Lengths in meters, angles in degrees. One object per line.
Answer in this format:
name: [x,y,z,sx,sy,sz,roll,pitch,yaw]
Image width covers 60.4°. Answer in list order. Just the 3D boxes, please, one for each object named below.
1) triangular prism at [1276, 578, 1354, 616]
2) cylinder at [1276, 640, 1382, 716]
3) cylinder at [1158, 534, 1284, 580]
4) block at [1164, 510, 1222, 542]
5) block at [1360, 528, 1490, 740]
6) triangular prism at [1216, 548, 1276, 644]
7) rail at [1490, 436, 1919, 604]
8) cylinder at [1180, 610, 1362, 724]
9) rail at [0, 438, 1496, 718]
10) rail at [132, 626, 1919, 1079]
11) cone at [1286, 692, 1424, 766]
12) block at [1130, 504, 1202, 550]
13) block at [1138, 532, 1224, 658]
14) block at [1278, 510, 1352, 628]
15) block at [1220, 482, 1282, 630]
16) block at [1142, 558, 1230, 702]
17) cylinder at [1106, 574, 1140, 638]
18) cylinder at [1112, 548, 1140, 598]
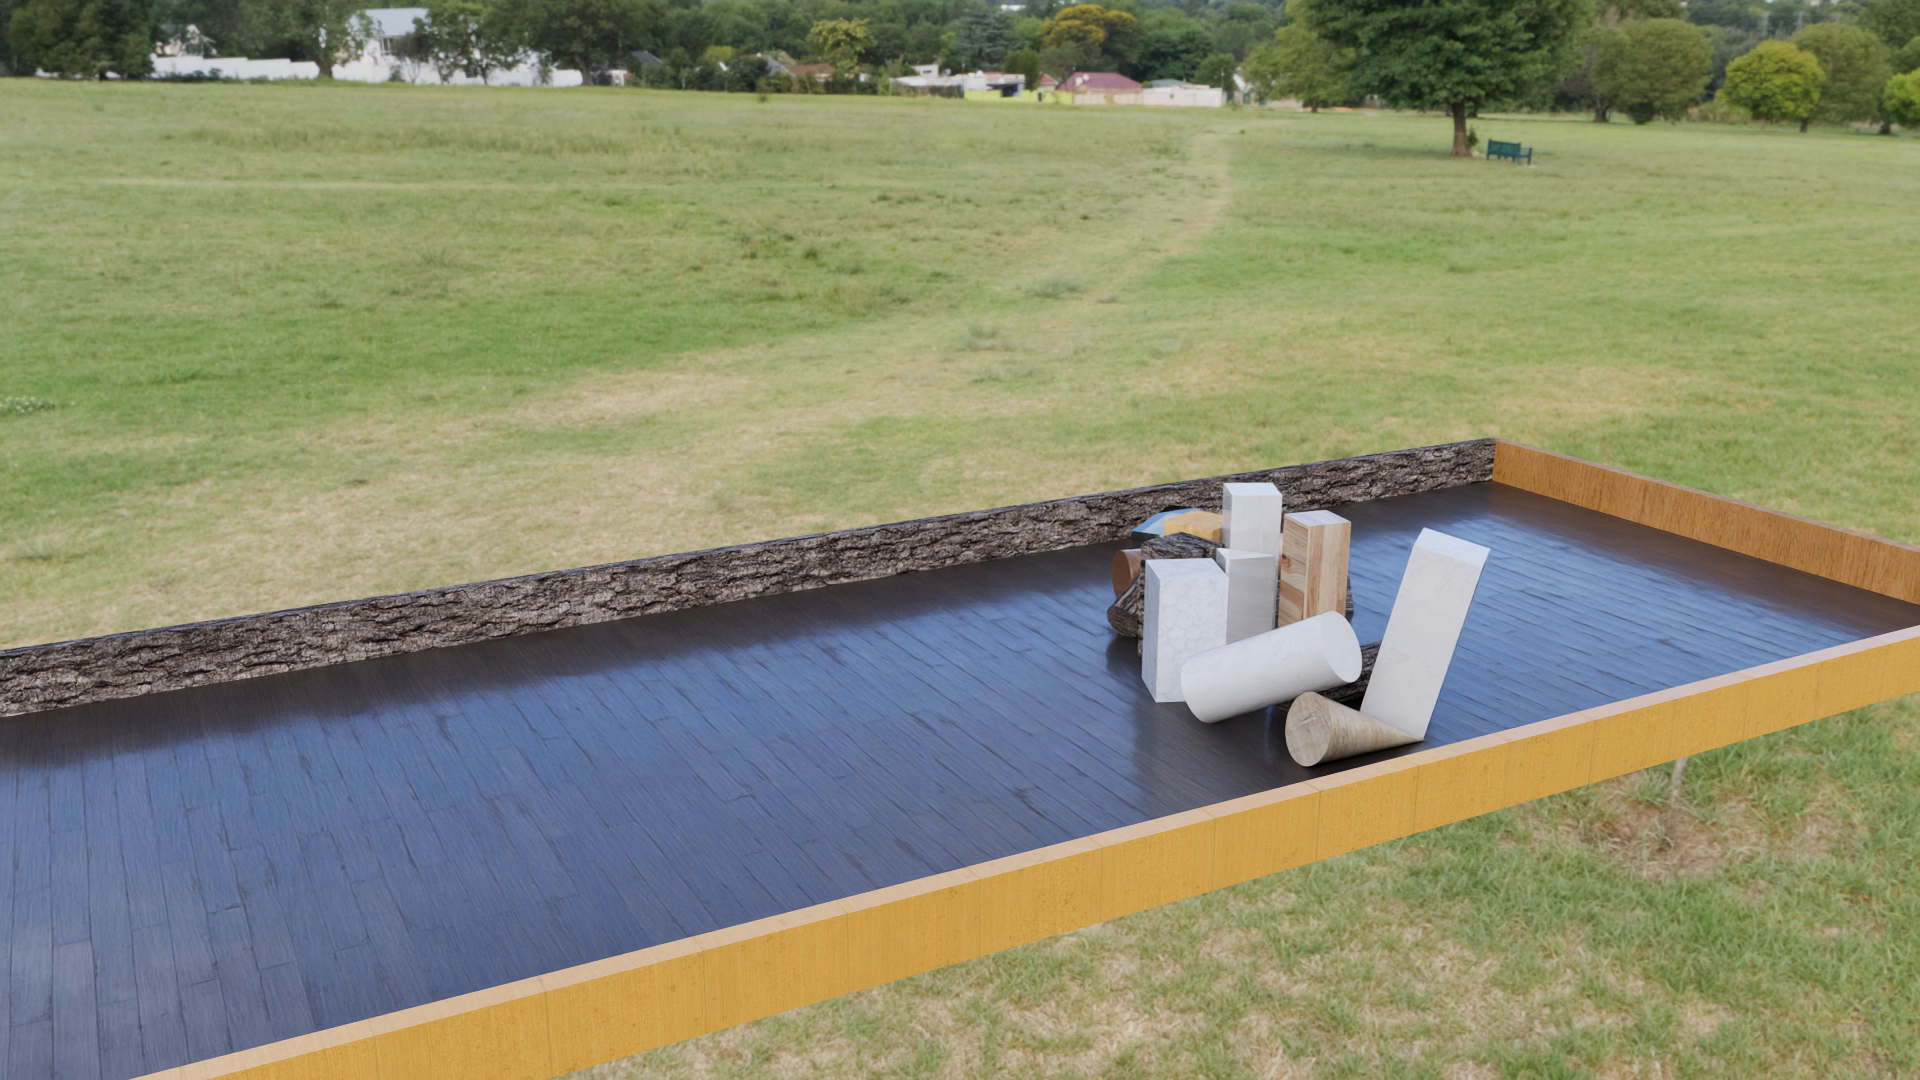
triangular prism: [0.896,0.155,4.658,0.422,0.091,0.105,-3,17,-10]
cylinder: [0.965,0.326,4.035,0.449,0.119,0.119,-11,20,-33]
cylinder: [0.790,0.054,4.917,0.396,0.144,0.144,-1,16,-3]
block: [0.651,0.099,4.452,0.150,0.318,0.150,14,21,39]
block: [1.070,0.215,3.807,0.154,0.438,0.154,20,22,18]
triangular prism: [0.679,0.187,4.139,0.156,0.317,0.135,-4,12,-30]
rail: [2.466,-0.048,5.253,0.050,0.150,2.100,-9,18,-27]
cylinder: [0.708,0.295,3.773,0.383,0.164,0.164,-23,-1,39]
rail: [-3.305,0.497,3.399,12.000,0.150,0.050,-9,18,-27]
rail: [-2.336,1.006,1.665,12.000,0.150,0.050,-9,18,-27]
cone: [0.921,0.439,3.719,0.334,0.165,0.165,8,12,-24]
block: [0.652,-0.012,5.200,0.110,0.110,0.343,8,18,26]
block: [0.569,0.159,4.255,0.150,0.315,0.150,-13,21,-38]
block: [0.872,0.151,4.082,0.117,0.428,0.117,-6,17,-18]
block: [0.753,0.079,4.307,0.127,0.438,0.127,0,16,-1]
block: [0.551,0.220,4.054,0.167,0.311,0.167,-2,16,-5]
cylinder: [0.567,0.094,4.554,0.106,0.106,0.430,14,45,39]
cylinder: [0.605,0.100,4.727,0.301,0.163,0.163,-4,17,-14]
